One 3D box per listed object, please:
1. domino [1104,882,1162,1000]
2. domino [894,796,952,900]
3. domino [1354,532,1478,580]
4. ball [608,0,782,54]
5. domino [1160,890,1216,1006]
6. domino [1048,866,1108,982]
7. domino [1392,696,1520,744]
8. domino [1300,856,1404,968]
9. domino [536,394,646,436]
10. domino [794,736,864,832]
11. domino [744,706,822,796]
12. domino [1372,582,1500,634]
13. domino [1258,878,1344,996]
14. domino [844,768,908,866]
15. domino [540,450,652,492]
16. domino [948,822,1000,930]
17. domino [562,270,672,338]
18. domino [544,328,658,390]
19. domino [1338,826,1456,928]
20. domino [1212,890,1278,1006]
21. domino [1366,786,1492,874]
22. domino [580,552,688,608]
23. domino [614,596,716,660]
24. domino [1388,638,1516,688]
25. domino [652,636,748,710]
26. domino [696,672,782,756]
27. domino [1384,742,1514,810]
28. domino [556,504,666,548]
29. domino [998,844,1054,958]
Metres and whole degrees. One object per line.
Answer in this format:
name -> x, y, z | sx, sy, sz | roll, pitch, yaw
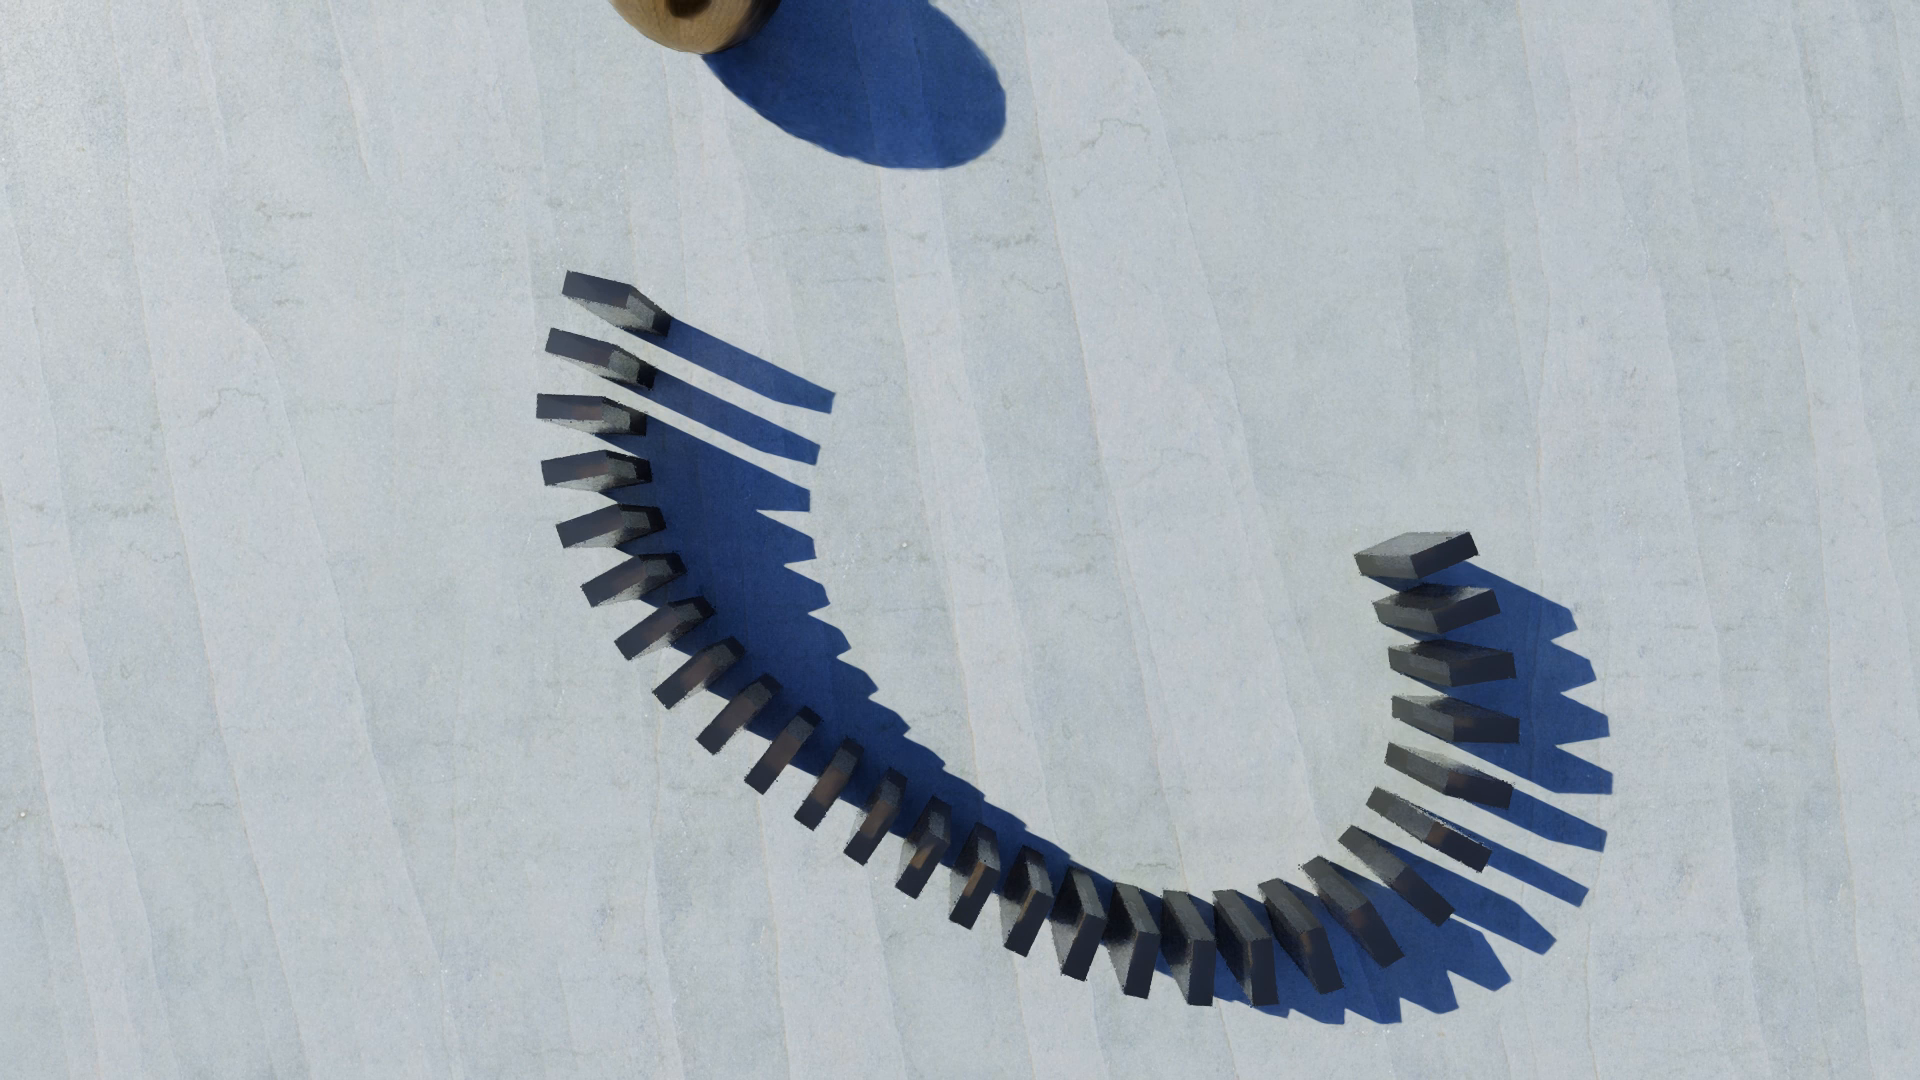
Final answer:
domino -> 0.070, 0.162, 0.375 | 0.009, 0.050, 0.025 | 12, 90, 0
domino -> -0.014, 0.124, 0.375 | 0.010, 0.050, 0.025 | 32, 90, 0
domino -> 0.185, 0.006, 0.375 | 0.025, 0.050, 0.009 | -22, 90, 0
ball -> -0.107, -0.236, 0.360 | 0.080, 0.080, 0.080 | 0, 90, 0
domino -> 0.093, 0.166, 0.375 | 0.009, 0.050, 0.025 | 4, 90, 0
domino -> 0.048, 0.156, 0.375 | 0.010, 0.050, 0.025 | 21, 90, 0
domino -> 0.201, 0.073, 0.375 | 0.025, 0.050, 0.010 | 1, 90, 0
domino -> 0.159, 0.151, 0.375 | 0.009, 0.050, 0.025 | -32, 90, 0
domino -> -0.149, -0.051, 0.375 | 0.025, 0.050, 0.009 | 2, 90, 0
domino -> -0.053, 0.099, 0.375 | 0.009, 0.050, 0.025 | 35, 90, 0
domino -> -0.071, 0.085, 0.375 | 0.009, 0.050, 0.025 | 37, 90, 0
domino -> 0.193, 0.027, 0.375 | 0.025, 0.050, 0.009 | -20, 90, 0
domino -> 0.138, 0.161, 0.375 | 0.010, 0.050, 0.025 | -18, 90, 0
domino -> -0.034, 0.112, 0.375 | 0.010, 0.050, 0.025 | 34, 90, 0
domino -> -0.147, -0.028, 0.375 | 0.025, 0.050, 0.009 | -10, 90, 0
domino -> 0.006, 0.136, 0.375 | 0.010, 0.050, 0.025 | 28, 90, 0
domino -> -0.139, -0.096, 0.375 | 0.025, 0.050, 0.009 | 13, 90, 0
domino -> -0.145, -0.074, 0.375 | 0.025, 0.050, 0.010 | 15, 90, 0
domino -> 0.177, 0.136, 0.375 | 0.025, 0.050, 0.009 | 43, 90, 0
domino -> 0.116, 0.165, 0.375 | 0.009, 0.050, 0.025 | -5, 90, 0
domino -> 0.190, 0.117, 0.375 | 0.025, 0.050, 0.009 | 28, 90, 0
domino -> -0.132, 0.016, 0.375 | 0.025, 0.050, 0.009 | -29, 90, 0
domino -> -0.120, 0.035, 0.375 | 0.025, 0.050, 0.009 | -36, 90, 0
domino -> 0.200, 0.050, 0.375 | 0.025, 0.050, 0.010 | -9, 90, 0
domino -> -0.105, 0.053, 0.375 | 0.025, 0.050, 0.010 | -41, 90, 0
domino -> -0.089, 0.070, 0.375 | 0.010, 0.050, 0.025 | 43, 90, 0
domino -> 0.198, 0.096, 0.375 | 0.025, 0.050, 0.010 | 13, 90, 0
domino -> -0.141, -0.005, 0.375 | 0.025, 0.050, 0.010 | -19, 90, 0
domino -> 0.026, 0.146, 0.375 | 0.010, 0.050, 0.025 | 26, 90, 0
